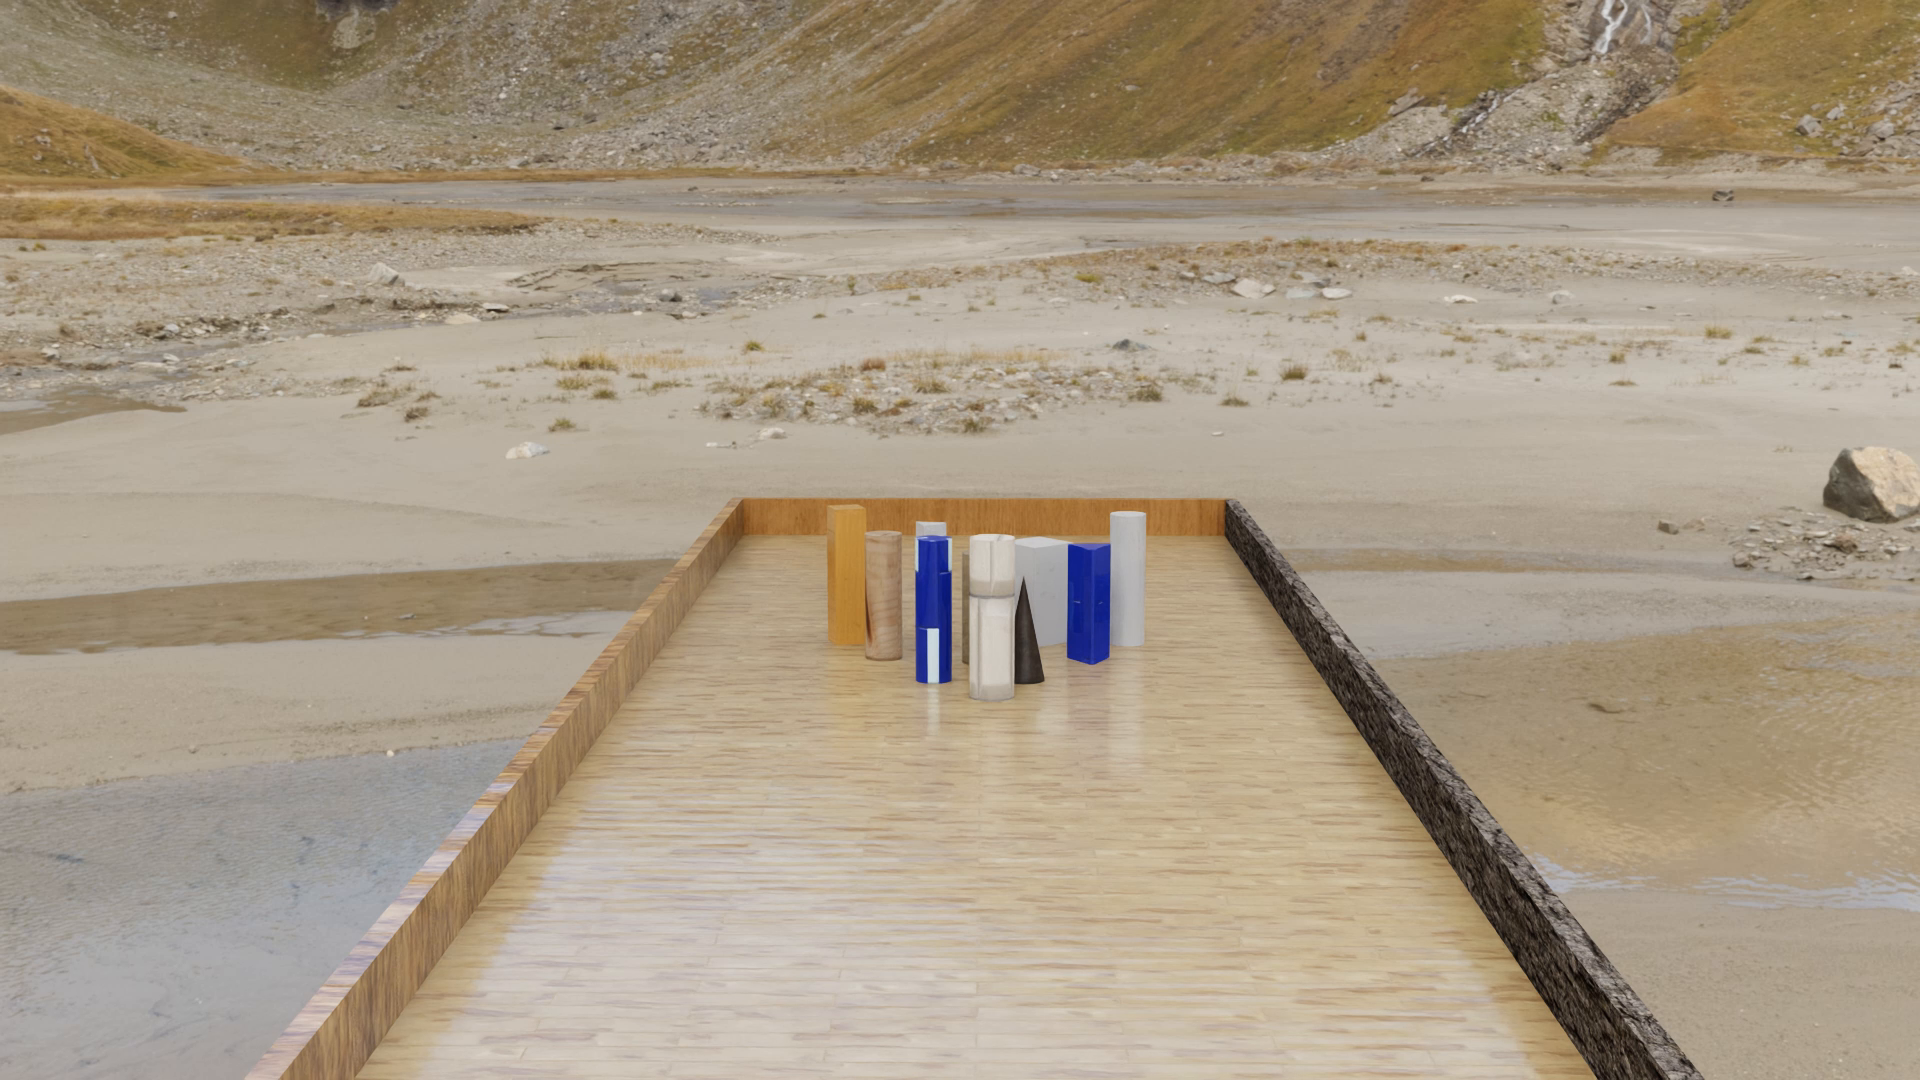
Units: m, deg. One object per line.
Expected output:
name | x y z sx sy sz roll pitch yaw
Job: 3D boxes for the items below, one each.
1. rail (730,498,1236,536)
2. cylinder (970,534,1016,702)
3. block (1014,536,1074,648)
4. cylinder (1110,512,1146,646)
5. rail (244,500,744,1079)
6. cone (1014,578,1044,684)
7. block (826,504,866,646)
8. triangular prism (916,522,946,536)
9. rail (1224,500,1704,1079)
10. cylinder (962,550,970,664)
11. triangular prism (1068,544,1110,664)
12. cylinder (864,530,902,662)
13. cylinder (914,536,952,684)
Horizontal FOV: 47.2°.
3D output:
rail | 0.099 -0.098 9.147 2.100 0.150 0.050 0 9 1
cylinder | 0.090 0.218 6.183 0.128 0.455 0.128 0 9 0
block | 0.244 0.163 6.968 0.162 0.317 0.162 -7 12 -39
cylinder | 0.527 0.121 6.924 0.114 0.413 0.114 0 9 0
rail | -1.004 0.839 3.234 0.050 0.150 12.000 0 9 1
cone | 0.185 0.255 6.407 0.127 0.311 0.127 0 9 0
block | -0.357 0.109 6.947 0.101 0.431 0.101 -3 9 -18
triangular prism | -0.107 0.136 6.923 0.084 0.384 0.097 8 12 43
rail | 1.046 0.843 3.208 0.050 0.150 12.000 0 9 1
cylinder | 0.081 0.203 6.658 0.151 0.335 0.151 0 9 0
triangular prism | 0.410 0.189 6.688 0.111 0.352 0.129 -6 11 -33
cylinder | -0.233 0.170 6.706 0.114 0.385 0.114 0 9 0
cylinder | -0.077 0.202 6.399 0.107 0.419 0.107 0 9 0
